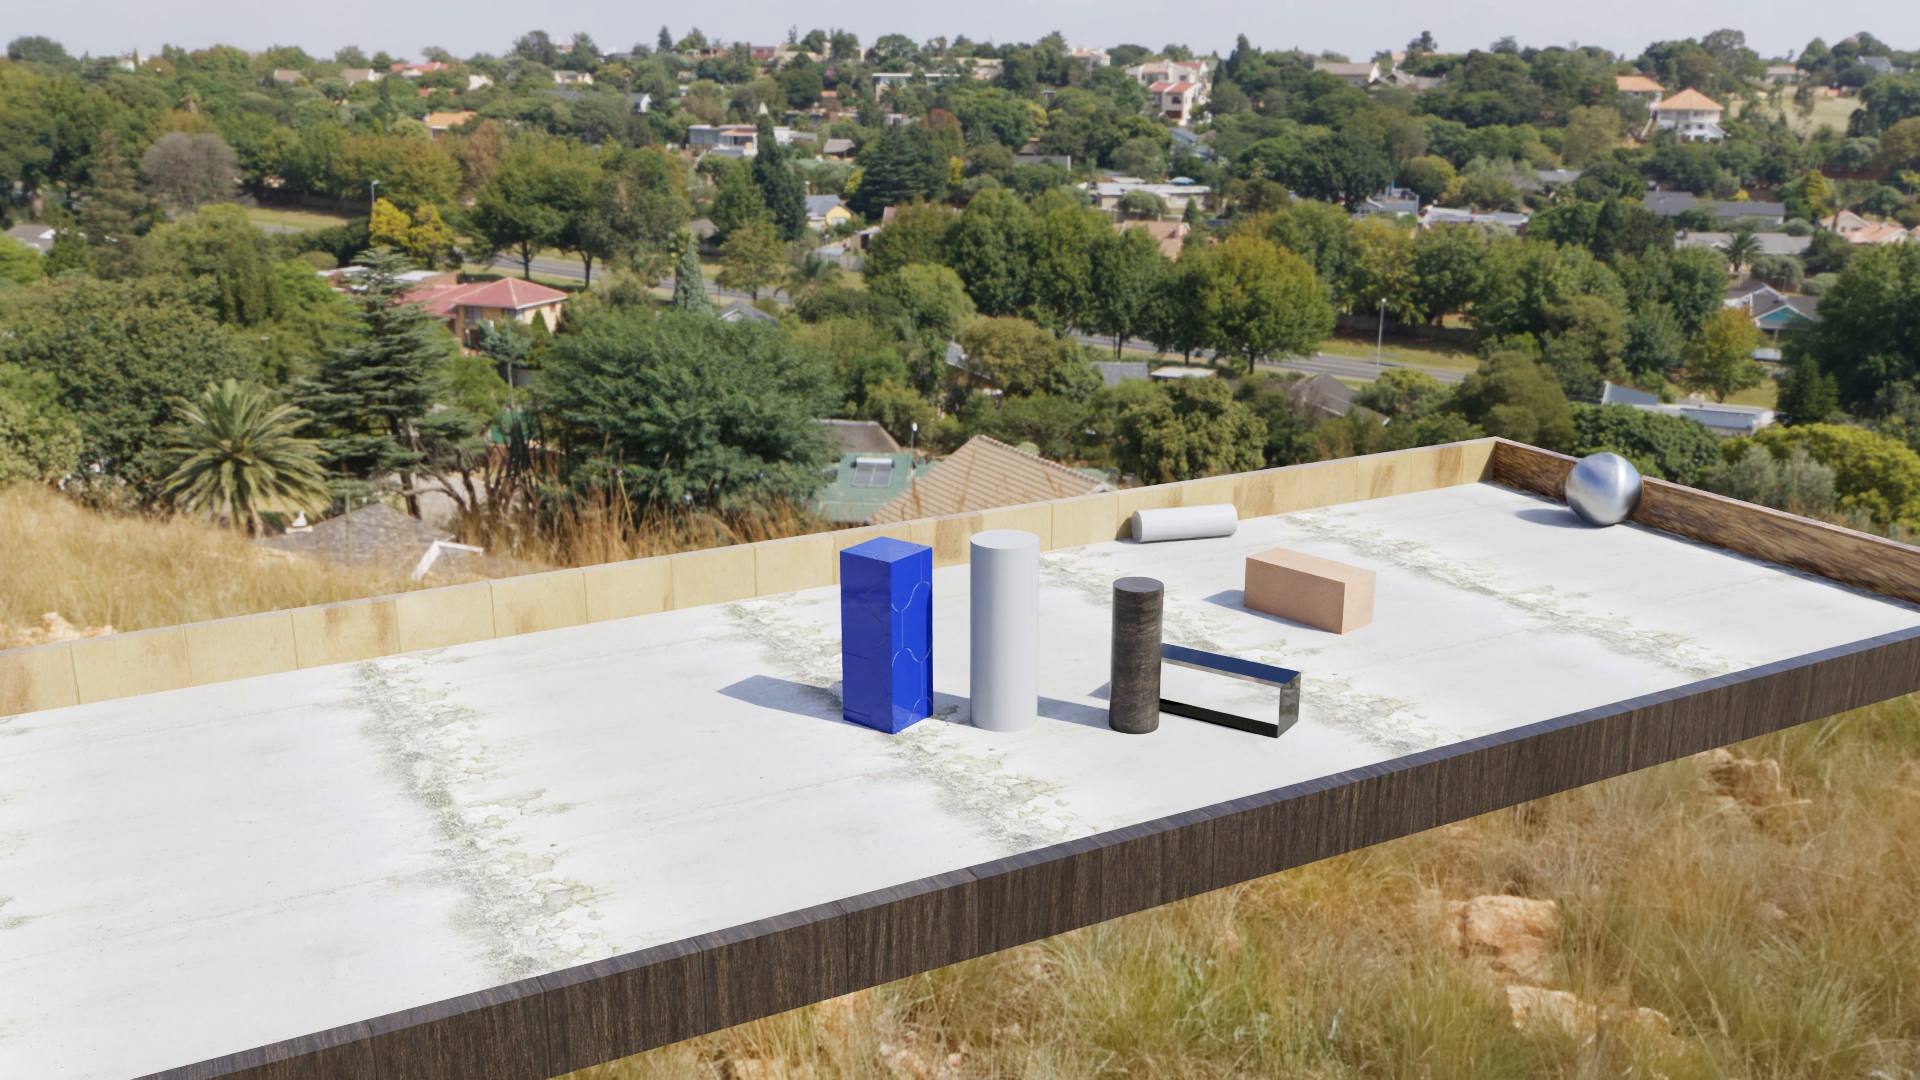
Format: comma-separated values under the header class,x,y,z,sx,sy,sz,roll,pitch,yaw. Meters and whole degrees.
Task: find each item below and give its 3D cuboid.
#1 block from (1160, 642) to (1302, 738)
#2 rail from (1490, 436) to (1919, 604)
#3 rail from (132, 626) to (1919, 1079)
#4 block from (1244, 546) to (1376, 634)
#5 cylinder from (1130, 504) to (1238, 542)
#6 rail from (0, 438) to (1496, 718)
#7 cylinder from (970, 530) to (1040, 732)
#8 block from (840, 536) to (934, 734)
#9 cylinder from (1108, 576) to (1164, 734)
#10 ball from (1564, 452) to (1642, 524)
class,x,y,z,sx,sy,sz,roll,pitch,yaw
block,0.604,0.353,3.932,0.387,0.125,0.125,11,19,32
rail,2.466,-0.048,5.253,0.050,0.150,2.100,-9,18,-27
rail,-2.336,1.006,1.665,12.000,0.150,0.050,-9,18,-27
block,0.976,0.139,4.620,0.149,0.149,0.330,-15,22,-41
cylinder,0.729,-0.055,5.359,0.329,0.104,0.104,-4,17,-15
rail,-3.305,0.497,3.399,12.000,0.150,0.050,-9,18,-27
cylinder,0.103,0.211,3.847,0.160,0.445,0.160,0,16,0
block,-0.170,0.221,3.862,0.152,0.417,0.152,12,20,35
cylinder,0.409,0.268,3.828,0.118,0.347,0.118,0,16,0
ball,2.149,-0.172,5.512,0.241,0.241,0.241,0,16,0
